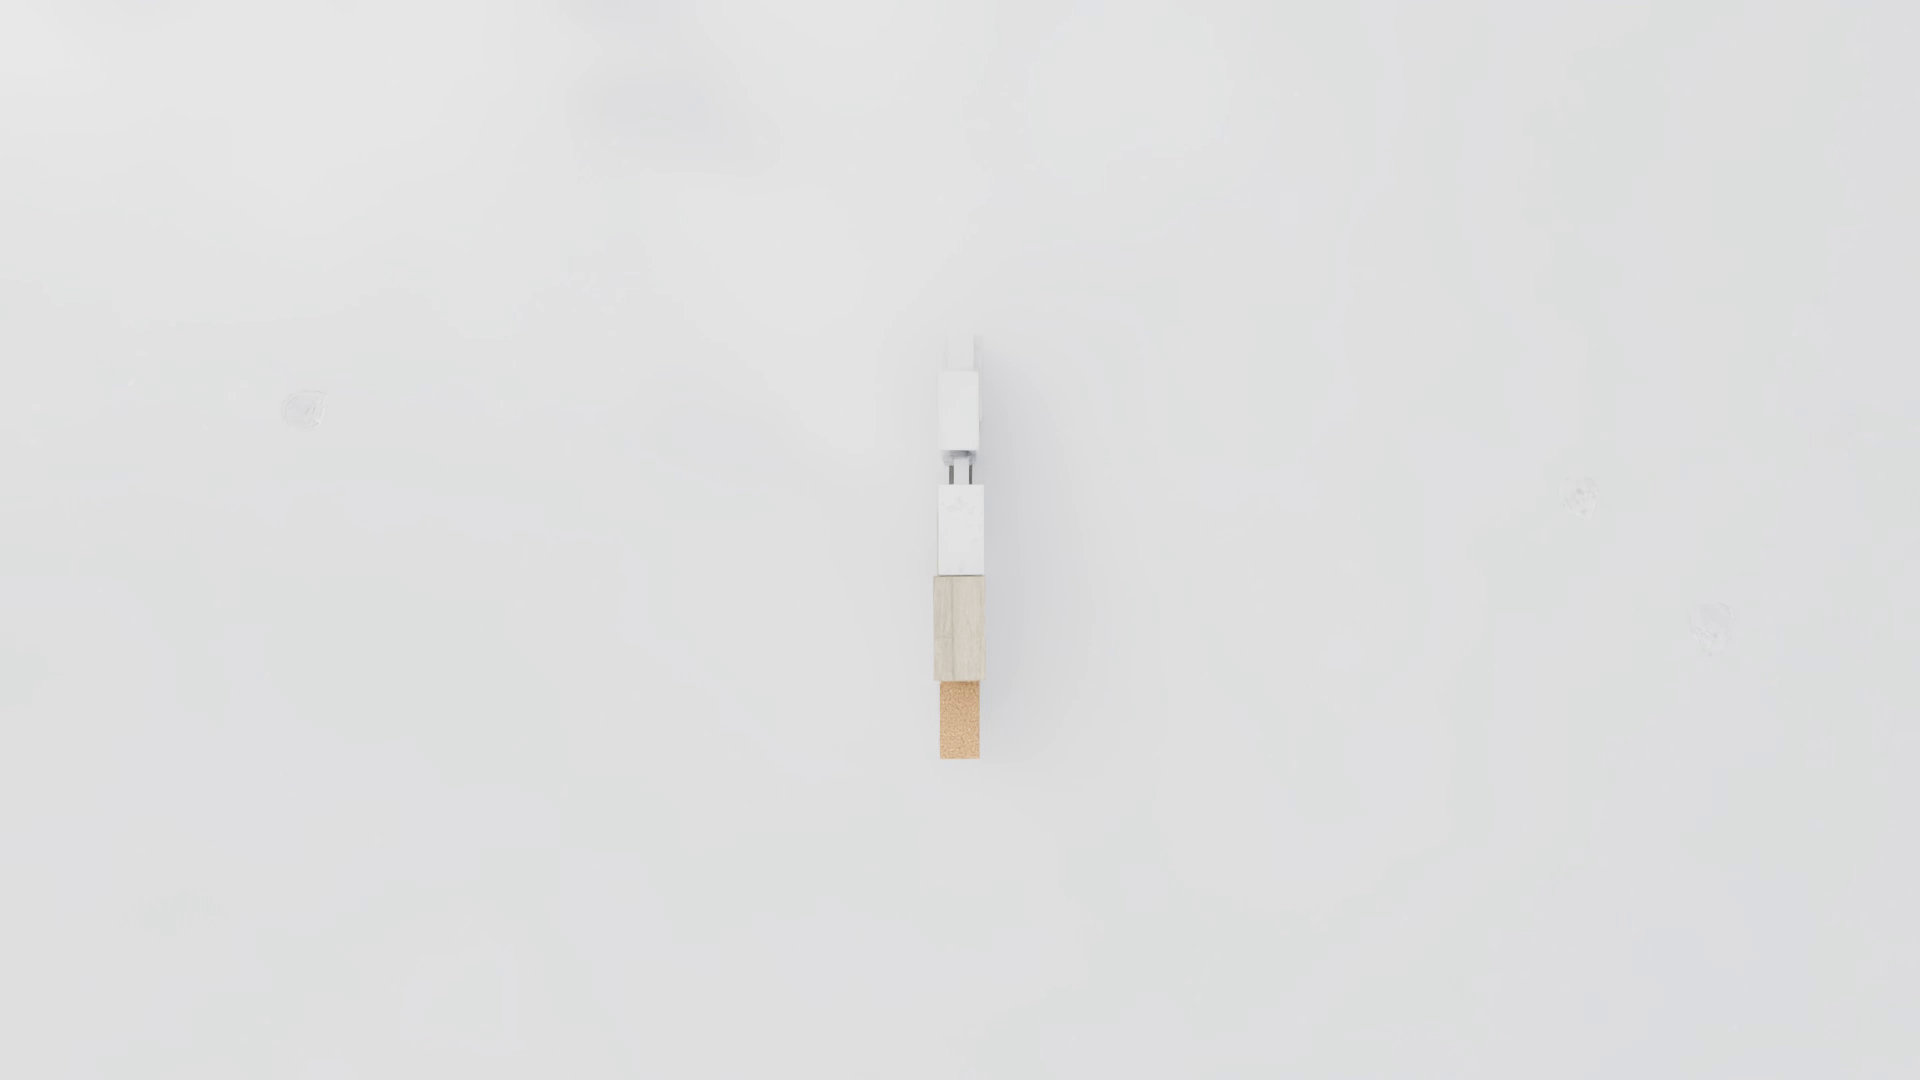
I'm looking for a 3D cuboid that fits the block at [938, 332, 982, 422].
[{"bbox_3d":[0.001,-0.512,5.203,0.139,0.039,0.277,0,90,0],"label":"block"}]

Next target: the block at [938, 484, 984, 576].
[{"bbox_3d":[0.004,-0.029,4.887,0.134,0.038,0.268,0,90,0],"label":"block"}]

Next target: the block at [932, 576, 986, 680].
[{"bbox_3d":[-0.001,0.259,4.846,0.153,0.043,0.306,0,90,0],"label":"block"}]

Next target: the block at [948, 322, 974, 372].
[{"bbox_3d":[0.003,-0.584,5.018,0.077,0.022,0.155,0,90,0],"label":"block"}]

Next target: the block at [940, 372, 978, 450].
[{"bbox_3d":[-0.003,-0.386,4.934,0.117,0.033,0.233,0,90,0],"label":"block"}]

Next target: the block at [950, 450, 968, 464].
[{"bbox_3d":[-0.003,-0.307,5.369,0.061,0.017,0.122,0,90,0],"label":"block"}]

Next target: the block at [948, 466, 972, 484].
[{"bbox_3d":[0.002,-0.166,5.339,0.075,0.021,0.150,0,90,0],"label":"block"}]

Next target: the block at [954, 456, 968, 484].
[{"bbox_3d":[0.004,-0.216,5.226,0.048,0.014,0.095,0,90,0],"label":"block"}]

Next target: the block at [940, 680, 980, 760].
[{"bbox_3d":[-0.001,0.540,4.995,0.121,0.034,0.241,0,90,0],"label":"block"}]
